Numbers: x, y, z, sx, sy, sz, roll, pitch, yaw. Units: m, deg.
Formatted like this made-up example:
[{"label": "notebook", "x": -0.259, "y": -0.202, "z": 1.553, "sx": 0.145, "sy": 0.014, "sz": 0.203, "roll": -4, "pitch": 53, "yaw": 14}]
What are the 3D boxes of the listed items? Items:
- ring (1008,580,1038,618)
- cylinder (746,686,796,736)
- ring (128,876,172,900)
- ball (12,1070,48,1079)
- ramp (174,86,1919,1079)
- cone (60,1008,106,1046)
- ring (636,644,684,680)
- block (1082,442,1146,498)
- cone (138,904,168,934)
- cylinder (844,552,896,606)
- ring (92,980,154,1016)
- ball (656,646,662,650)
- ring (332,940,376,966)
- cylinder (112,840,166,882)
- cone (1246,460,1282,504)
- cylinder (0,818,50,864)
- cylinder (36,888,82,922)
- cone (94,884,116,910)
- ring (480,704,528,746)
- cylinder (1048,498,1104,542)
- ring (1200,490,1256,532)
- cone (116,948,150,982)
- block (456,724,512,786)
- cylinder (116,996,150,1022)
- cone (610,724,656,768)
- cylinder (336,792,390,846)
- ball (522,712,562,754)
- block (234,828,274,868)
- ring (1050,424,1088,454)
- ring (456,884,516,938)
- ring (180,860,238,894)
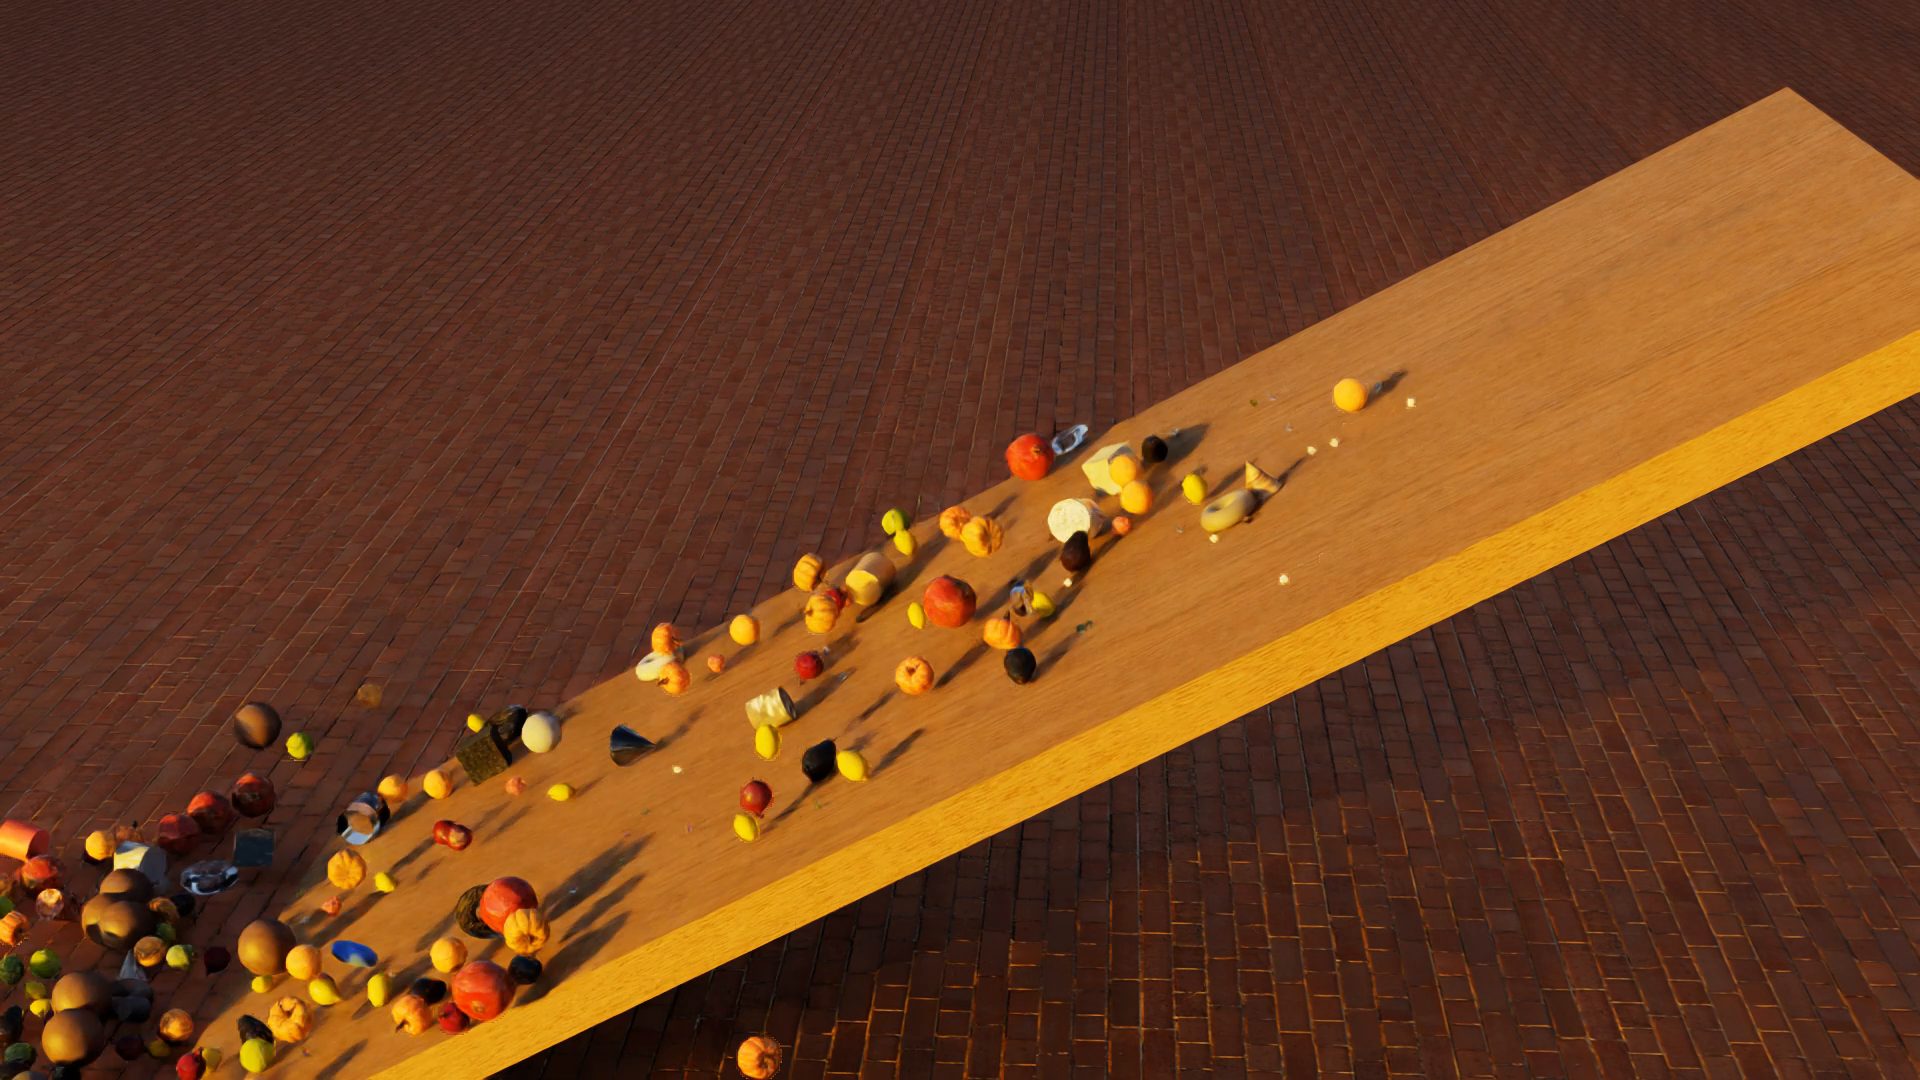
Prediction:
[{"label": "ring", "x": 0.130, "y": 0.121, "z": 6.073, "sx": 0.026, "sy": 0.078, "sz": 0.078, "roll": -18, "pitch": 3, "yaw": 39}, {"label": "cylinder", "x": -0.404, "y": 0.365, "z": 6.288, "sx": 0.080, "sy": 0.080, "sz": 0.080, "roll": -27, "pitch": 14, "yaw": 11}, {"label": "ring", "x": -2.016, "y": 0.866, "z": 7.320, "sx": 0.106, "sy": 0.035, "sz": 0.106, "roll": 1, "pitch": 16, "yaw": 0}, {"label": "ball", "x": -1.967, "y": 1.163, "z": 6.217, "sx": 0.083, "sy": 0.083, "sz": 0.083, "roll": 0, "pitch": 18, "yaw": 0}, {"label": "ramp", "x": 0.141, "y": 0.167, "z": 6.282, "sx": 4.000, "sy": 0.100, "sz": 2.000, "roll": -27, "pitch": 14, "yaw": 11}, {"label": "cone", "x": -1.939, "y": 1.103, "z": 6.553, "sx": 0.090, "sy": 0.090, "sz": 0.090, "roll": 30, "pitch": 23, "yaw": 7}, {"label": "ring", "x": -0.739, "y": 0.302, "z": 7.248, "sx": 0.131, "sy": 0.044, "sz": 0.131, "roll": -27, "pitch": 15, "yaw": 8}, {"label": "block", "x": 0.346, "y": -0.160, "z": 6.643, "sx": 0.084, "sy": 0.084, "sz": 0.084, "roll": -12, "pitch": 22, "yaw": 49}, {"label": "cone", "x": -1.959, "y": 0.909, "z": 7.126, "sx": 0.068, "sy": 0.068, "sz": 0.068, "roll": 0, "pitch": 18, "yaw": 0}, {"label": "cylinder", "x": -0.208, "y": 0.090, "z": 6.840, "sx": 0.091, "sy": 0.091, "sz": 0.091, "roll": 7, "pitch": 30, "yaw": 20}, {"label": "ring", "x": -1.912, "y": 1.047, "z": 6.726, "sx": 0.137, "sy": 0.046, "sz": 0.137, "roll": -2, "pitch": 18, "yaw": 0}, {"label": "ball", "x": -0.891, "y": 0.358, "z": 8.857, "sx": 0.078, "sy": 0.078, "sz": 0.078, "roll": 0, "pitch": 18, "yaw": 0}, {"label": "ring", "x": -1.253, "y": 0.856, "z": 6.083, "sx": 0.097, "sy": 0.032, "sz": 0.097, "roll": 19, "pitch": 1, "yaw": 0}, {"label": "cylinder", "x": -2.029, "y": 0.796, "z": 7.279, "sx": 0.091, "sy": 0.091, "sz": 0.091, "roll": 7, "pitch": 19, "yaw": 30}, {"label": "cone", "x": 0.605, "y": -0.129, "z": 6.025, "sx": 0.085, "sy": 0.085, "sz": 0.085, "roll": -27, "pitch": 14, "yaw": 7}, {"label": "cylinder", "x": -2.385, "y": 0.766, "z": 7.487, "sx": 0.093, "sy": 0.093, "sz": 0.093, "roll": 17, "pitch": 22, "yaw": 15}, {"label": "cylinder", "x": -2.187, "y": 0.887, "z": 7.135, "sx": 0.077, "sy": 0.077, "sz": 0.077, "roll": 5, "pitch": -9, "yaw": 16}, {"label": "cone", "x": -2.116, "y": 0.869, "z": 7.242, "sx": 0.058, "sy": 0.058, "sz": 0.058, "roll": -20, "pitch": 17, "yaw": 6}, {"label": "ring", "x": -1.151, "y": 0.474, "z": 7.403, "sx": 0.147, "sy": 0.049, "sz": 0.147, "roll": -29, "pitch": 26, "yaw": 16}, {"label": "cylinder", "x": 0.250, "y": -0.043, "z": 6.343, "sx": 0.094, "sy": 0.094, "sz": 0.094, "roll": 7, "pitch": 5, "yaw": 20}, {"label": "ring", "x": 0.546, "y": -0.059, "z": 5.987, "sx": 0.123, "sy": 0.041, "sz": 0.123, "roll": -29, "pitch": 14, "yaw": 8}, {"label": "cone", "x": -1.933, "y": 0.987, "z": 6.863, "sx": 0.078, "sy": 0.078, "sz": 0.078, "roll": 0, "pitch": 18, "yaw": 0}, {"label": "block", "x": -1.164, "y": 0.525, "z": 7.190, "sx": 0.097, "sy": 0.097, "sz": 0.097, "roll": -29, "pitch": 14, "yaw": 2}, {"label": "cylinder", "x": -1.865, "y": 1.060, "z": 6.639, "sx": 0.053, "sy": 0.053, "sz": 0.053, "roll": 16, "pitch": -2, "yaw": 40}, {"label": "cone", "x": -0.716, "y": 0.460, "z": 6.581, "sx": 0.097, "sy": 0.097, "sz": 0.097, "roll": -4, "pitch": 13, "yaw": 33}, {"label": "cylinder", "x": -1.463, "y": 0.683, "z": 7.211, "sx": 0.096, "sy": 0.096, "sz": 0.096, "roll": 4, "pitch": 22, "yaw": 14}, {"label": "ball", "x": -0.870, "y": 0.402, "z": 6.124, "sx": 0.085, "sy": 0.085, "sz": 0.085, "roll": 0, "pitch": 18, "yaw": 0}, {"label": "block", "x": -1.780, "y": 0.775, "z": 7.412, "sx": 0.093, "sy": 0.093, "sz": 0.093, "roll": 3, "pitch": -4, "yaw": -15}, {"label": "ring", "x": 0.266, "y": -0.246, "z": 7.205, "sx": 0.108, "sy": 0.036, "sz": 0.108, "roll": -31, "pitch": 12, "yaw": 7}, {"label": "ring", "x": -0.952, "y": 0.746, "z": 5.902, "sx": 0.118, "sy": 0.118, "sz": 0.039, "roll": -4, "pitch": 21, "yaw": -12}, {"label": "ring", "x": -1.881, "y": 0.844, "z": 7.369, "sx": 0.143, "sy": 0.048, "sz": 0.143, "roll": 0, "pitch": 19, "yaw": 0}]
